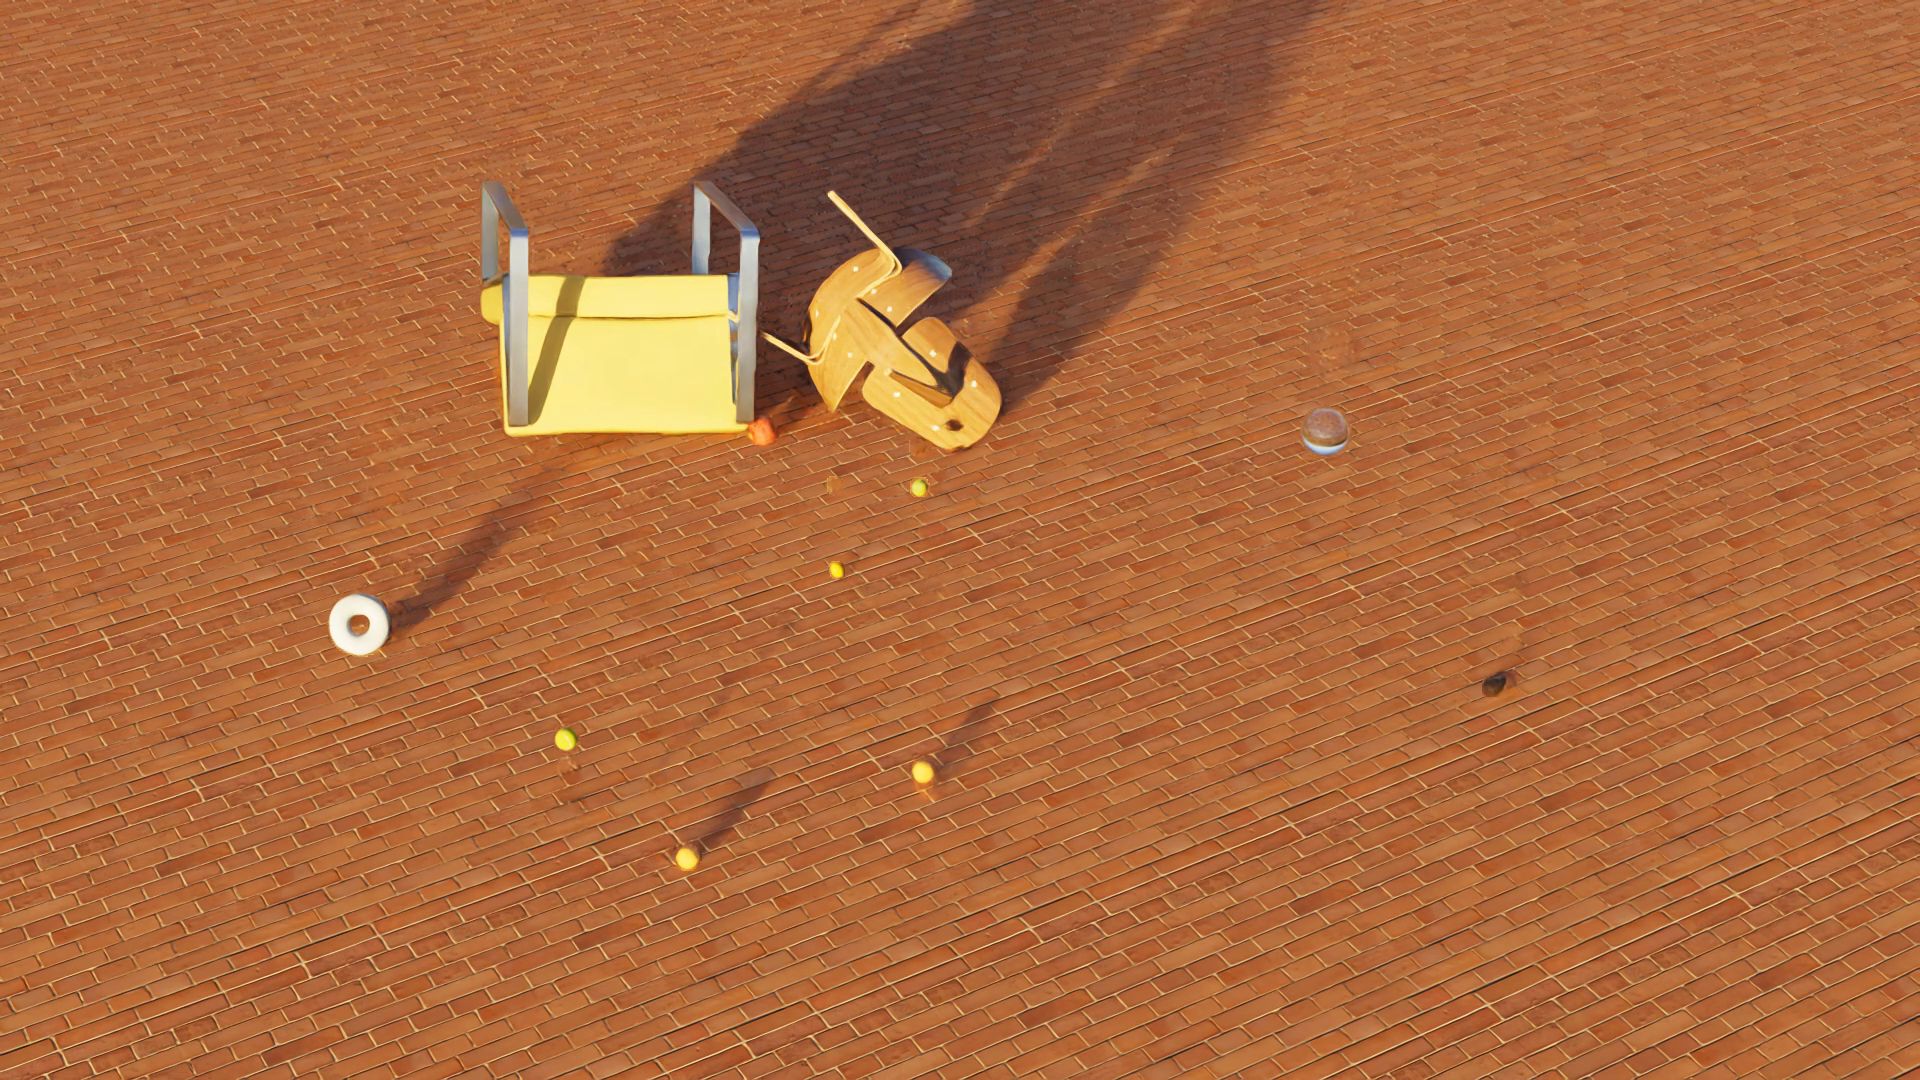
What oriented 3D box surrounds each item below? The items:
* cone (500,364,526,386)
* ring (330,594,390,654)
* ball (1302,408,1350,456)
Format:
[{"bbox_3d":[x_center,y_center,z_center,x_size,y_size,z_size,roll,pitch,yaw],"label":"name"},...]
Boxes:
[{"bbox_3d":[-1.799,-0.670,11.923,0.114,0.083,0.091,-24,-2,17],"label":"cone"},{"bbox_3d":[-2.113,0.296,10.328,0.217,0.217,0.066,-30,5,-22],"label":"ring"},{"bbox_3d":[1.340,-0.398,10.748,0.175,0.175,0.175,0,33,0],"label":"ball"}]
